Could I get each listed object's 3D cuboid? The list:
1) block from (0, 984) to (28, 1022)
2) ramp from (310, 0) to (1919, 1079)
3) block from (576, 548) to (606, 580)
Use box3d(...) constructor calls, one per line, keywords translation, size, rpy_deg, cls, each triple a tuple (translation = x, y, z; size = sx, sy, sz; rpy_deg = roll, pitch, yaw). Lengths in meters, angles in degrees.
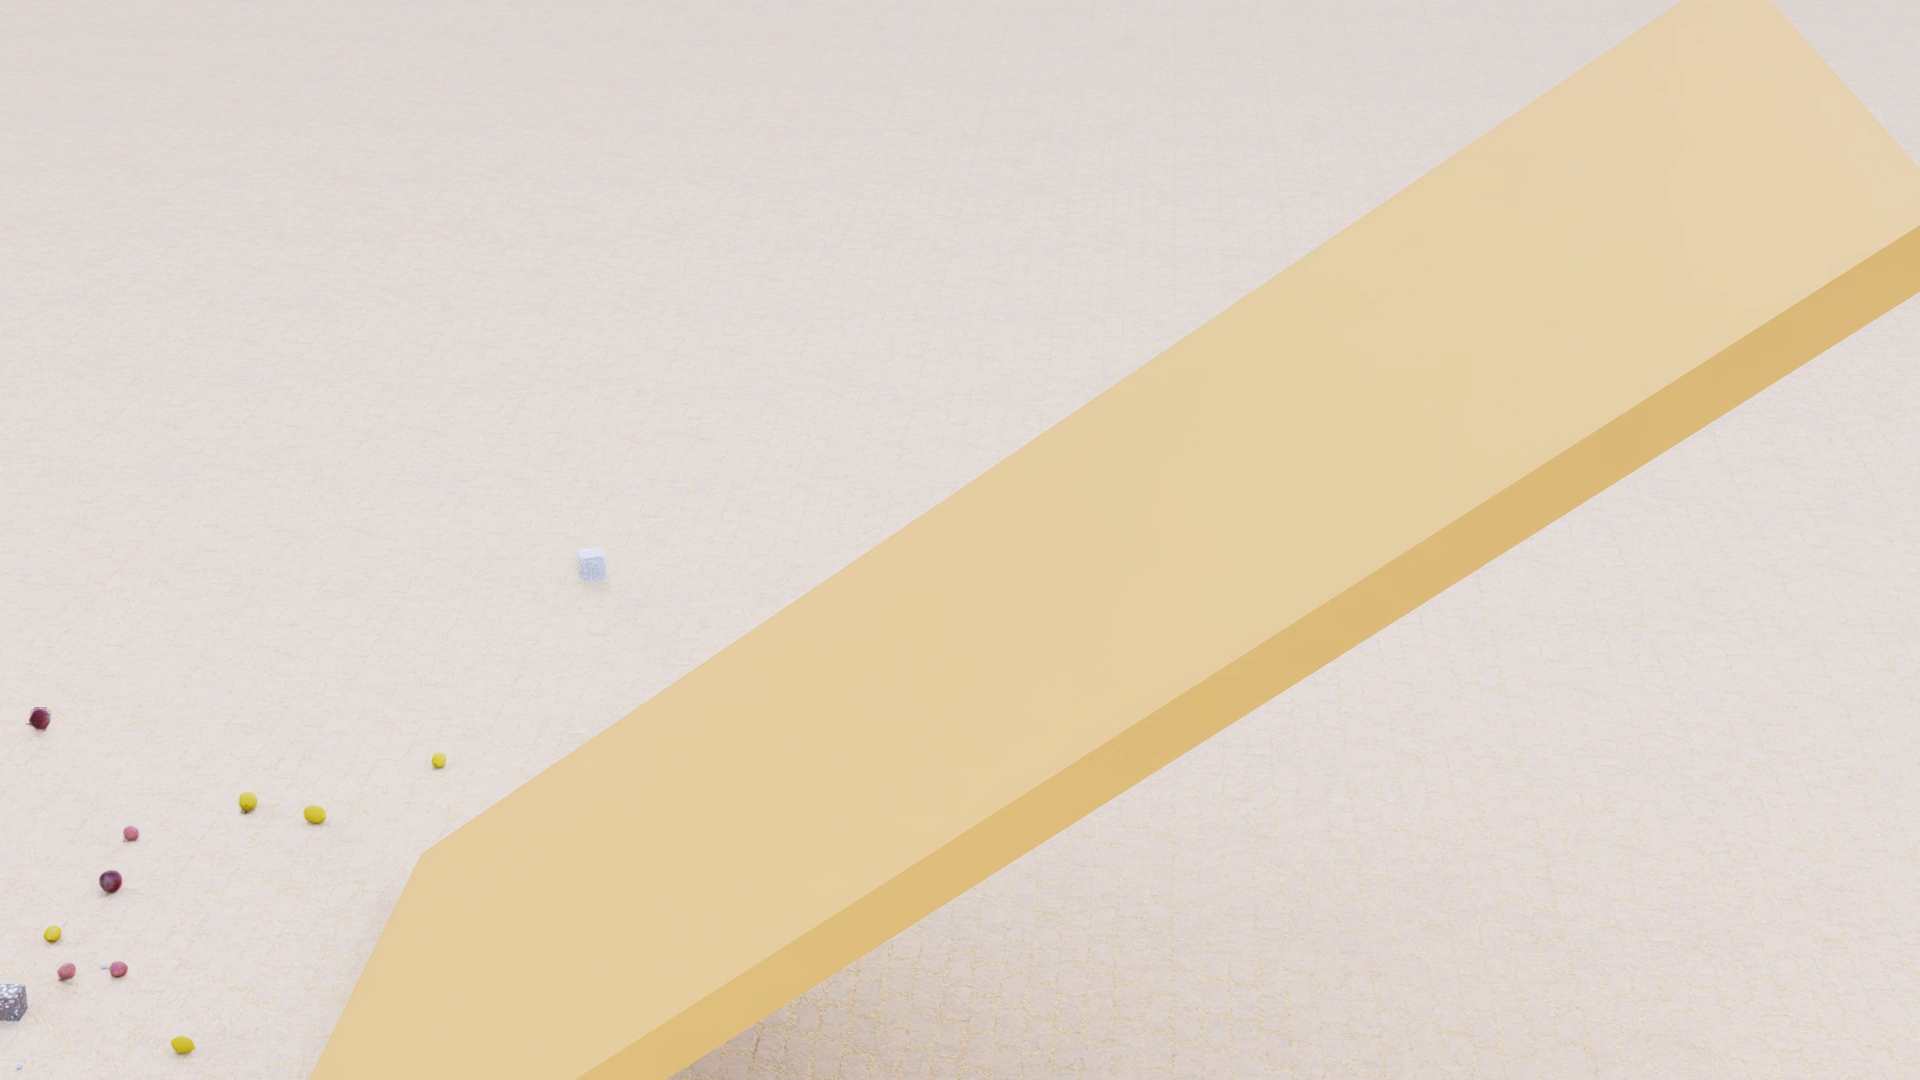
box3d(translation=(-2.323, 1.130, 7.183), size=(0.065, 0.065, 0.065), rpy_deg=(1, 22, 3), cls="block")
box3d(translation=(0.130, 0.178, 6.319), size=(4.000, 0.100, 2.000), rpy_deg=(-34, 16, 16), cls="ramp")
box3d(translation=(-1.218, 0.079, 9.719), size=(0.080, 0.080, 0.080), rpy_deg=(-7, 23, -16), cls="block")
